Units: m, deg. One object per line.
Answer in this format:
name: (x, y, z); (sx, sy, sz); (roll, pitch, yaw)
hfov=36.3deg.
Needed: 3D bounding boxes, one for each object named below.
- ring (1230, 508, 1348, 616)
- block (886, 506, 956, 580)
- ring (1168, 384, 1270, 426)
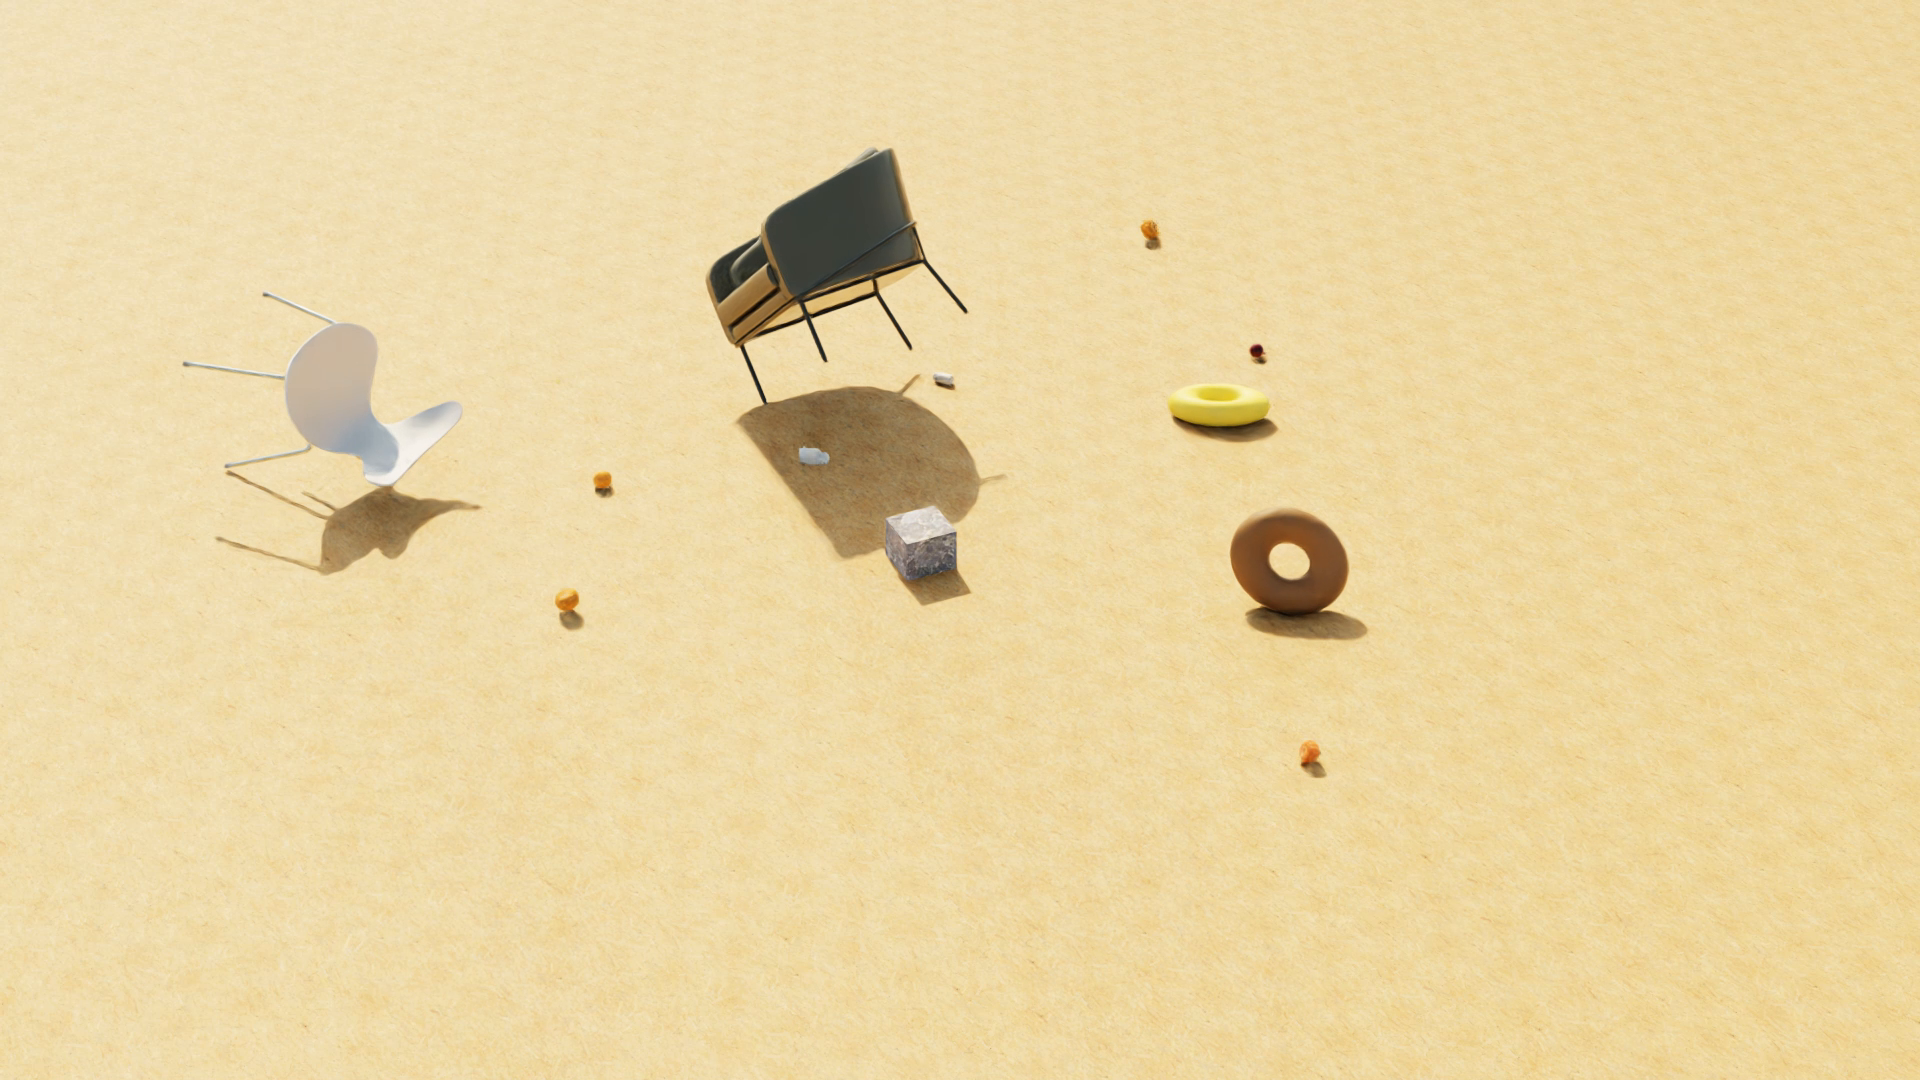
ring: (1.184, 0.076, 10.538); (0.441, 0.373, 0.105); (29, -1, 6)
block: (-0.143, 0.012, 10.779); (0.200, 0.162, 0.193); (-15, 36, -21)
ring: (1.032, -0.537, 11.664); (0.405, 0.105, 0.235); (2, 30, 8)
